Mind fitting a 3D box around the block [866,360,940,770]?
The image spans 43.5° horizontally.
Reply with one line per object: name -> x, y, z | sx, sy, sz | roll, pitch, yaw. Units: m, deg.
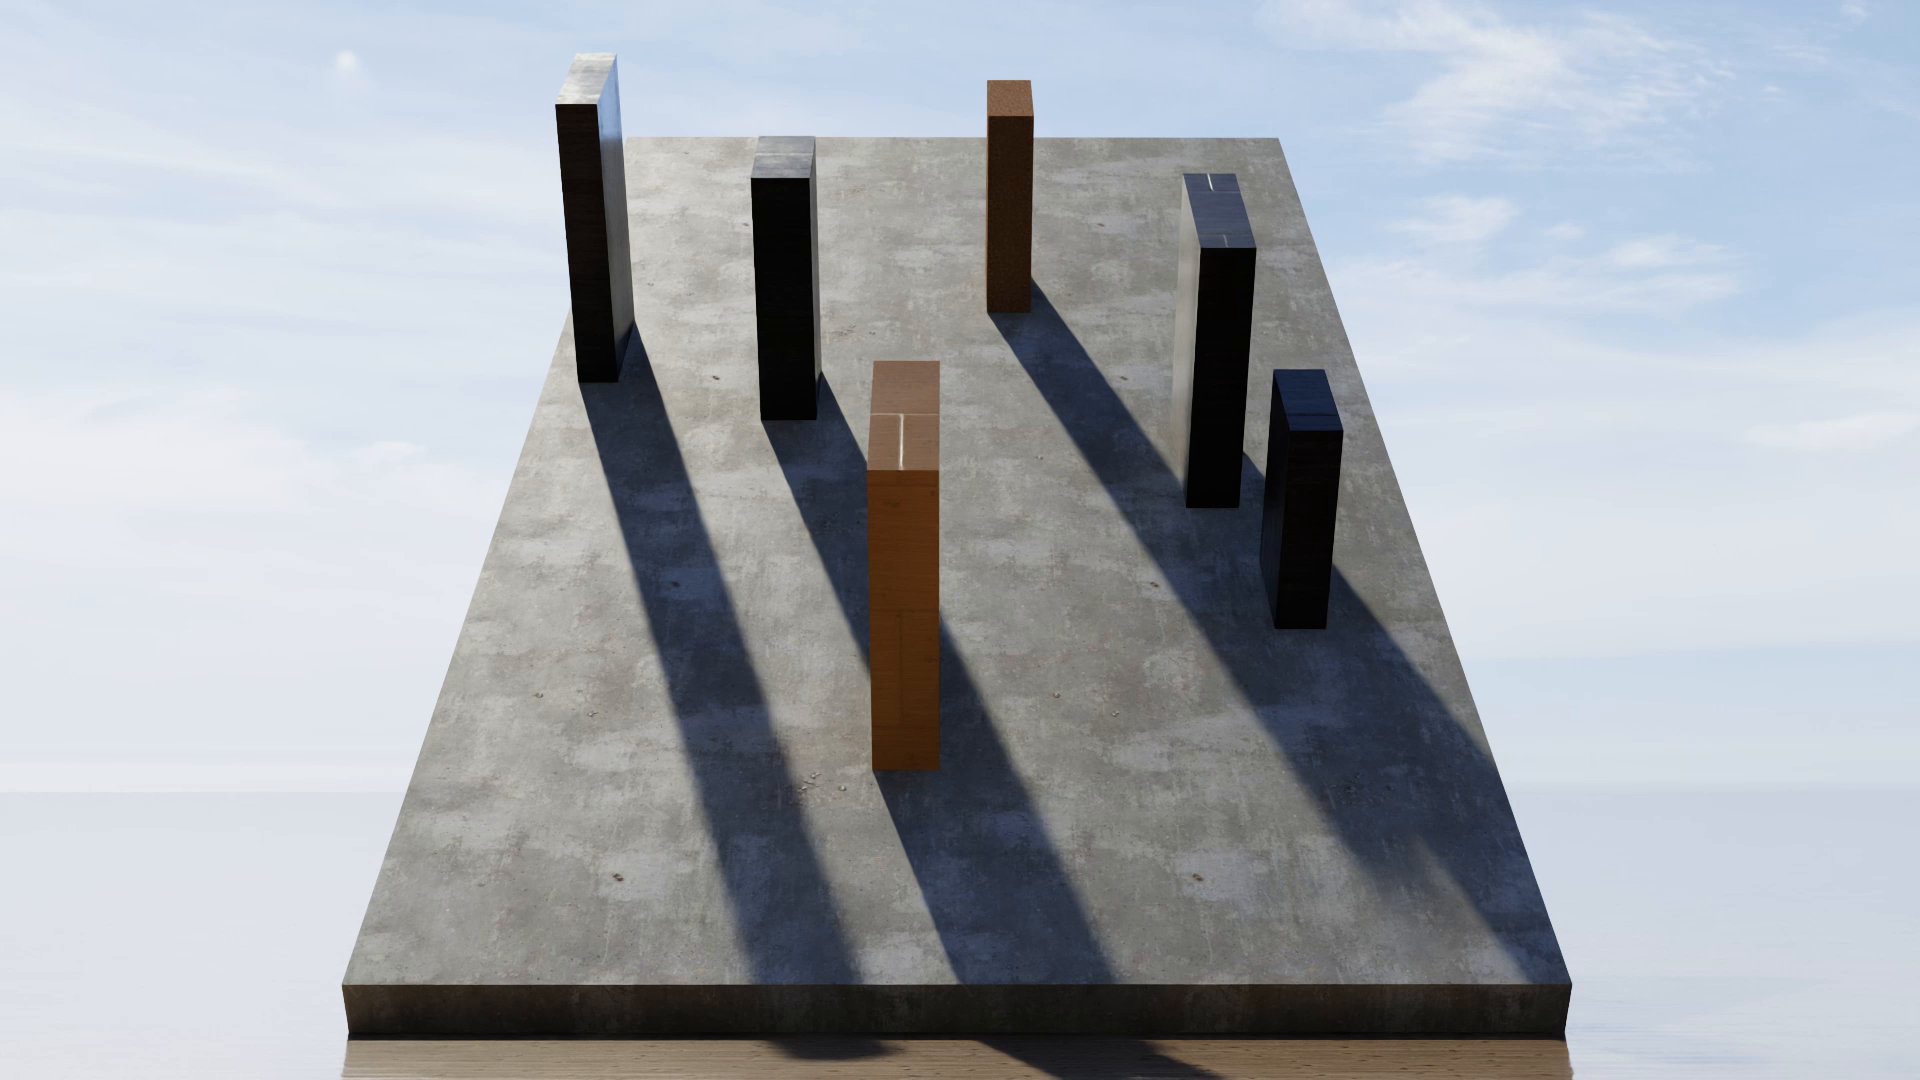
block -> -0.100, 0.044, 4.477 | 0.124, 0.624, 0.443 | 0, 29, 0

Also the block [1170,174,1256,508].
block -> 0.559, -0.446, 5.358 | 0.117, 0.618, 0.433 | 0, 29, 0

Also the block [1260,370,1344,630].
block -> 0.690, -0.084, 4.886 | 0.104, 0.450, 0.277 | 0, 29, 0

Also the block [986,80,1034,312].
block -> 0.126, -0.890, 6.232 | 0.113, 0.533, 0.276 | 0, 29, 0

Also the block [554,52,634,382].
block -> -0.884, -0.785, 5.860 | 0.097, 0.708, 0.374 | 0, 29, 0

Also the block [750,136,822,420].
block -> -0.405, -0.615, 5.664 | 0.132, 0.607, 0.275 | 0, 29, 0

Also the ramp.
ramp -> -0.013, -0.215, 5.676 | 2.000, 0.100, 4.000 | 0, 29, 0
